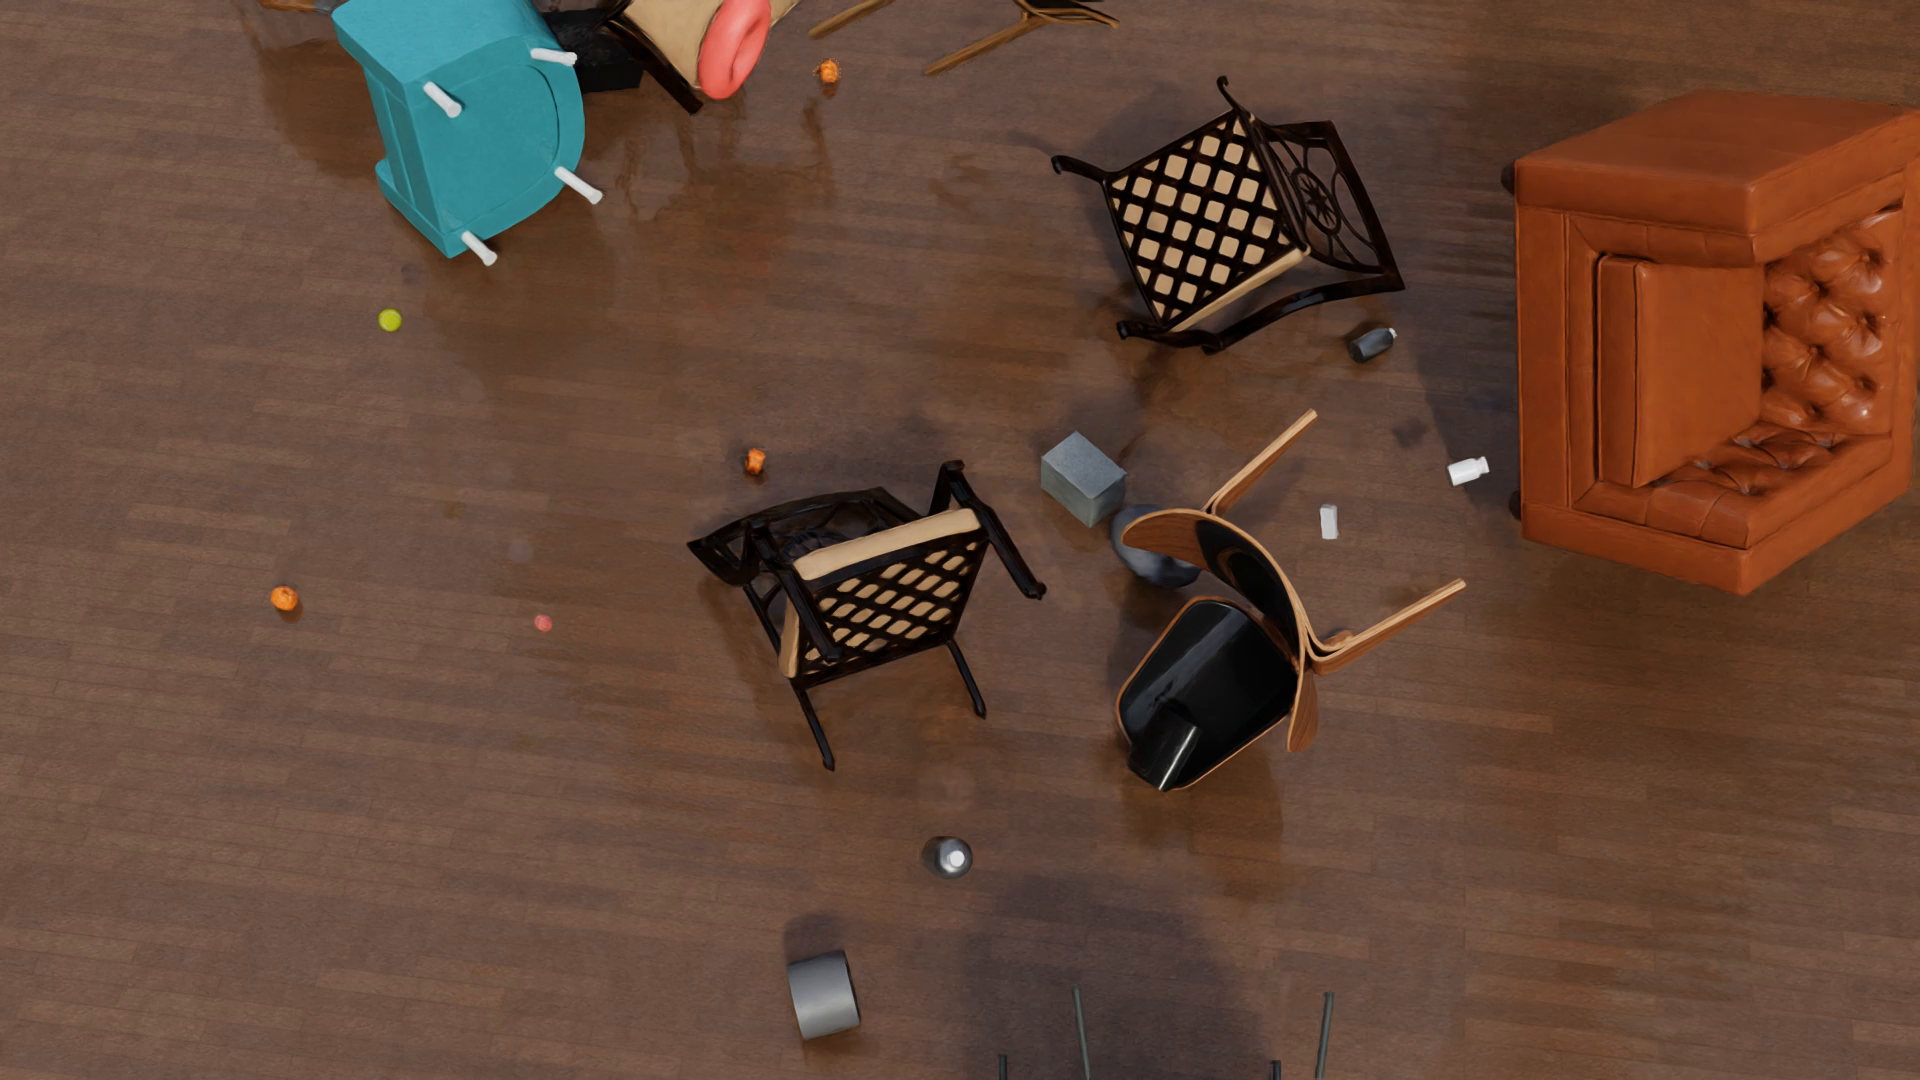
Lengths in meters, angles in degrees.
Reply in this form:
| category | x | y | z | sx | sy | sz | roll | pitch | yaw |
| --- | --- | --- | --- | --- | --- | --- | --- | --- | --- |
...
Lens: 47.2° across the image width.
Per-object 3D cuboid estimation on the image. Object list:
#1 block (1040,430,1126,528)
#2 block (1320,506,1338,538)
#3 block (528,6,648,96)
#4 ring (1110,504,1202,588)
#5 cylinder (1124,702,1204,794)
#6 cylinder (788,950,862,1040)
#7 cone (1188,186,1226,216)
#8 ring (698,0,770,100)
| category | x | y | z | sx | sy | sz | roll | pitch | yaw |
| --- | --- | --- | --- | --- | --- | --- | --- | --- | --- |
| block | 0.369 | -0.182 | 6.606 | 0.146 | 0.149 | 0.213 | -37 | 64 | -22 |
| block | 0.908 | -0.044 | 5.406 | 0.033 | 0.078 | 0.028 | 1 | 21 | 23 |
| block | -1.277 | -1.677 | 7.541 | 0.302 | 0.133 | 0.264 | -16 | 61 | -37 |
| ring | 0.571 | 0.017 | 6.382 | 0.301 | 0.283 | 0.087 | 35 | 54 | 7 |
| cylinder | 0.558 | 0.565 | 6.012 | 0.110 | 0.228 | 0.197 | 28 | 93 | -20 |
| cylinder | -0.349 | 1.170 | 5.660 | 0.149 | 0.197 | 0.205 | -14 | 16 | -3 |
| cone | 0.836 | -1.098 | 7.281 | 0.115 | 0.113 | 0.101 | 30 | 42 | -12 |
| ring | -0.729 | -1.604 | 7.095 | 0.123 | 0.400 | 0.211 | 36 | 27 | 16 |
